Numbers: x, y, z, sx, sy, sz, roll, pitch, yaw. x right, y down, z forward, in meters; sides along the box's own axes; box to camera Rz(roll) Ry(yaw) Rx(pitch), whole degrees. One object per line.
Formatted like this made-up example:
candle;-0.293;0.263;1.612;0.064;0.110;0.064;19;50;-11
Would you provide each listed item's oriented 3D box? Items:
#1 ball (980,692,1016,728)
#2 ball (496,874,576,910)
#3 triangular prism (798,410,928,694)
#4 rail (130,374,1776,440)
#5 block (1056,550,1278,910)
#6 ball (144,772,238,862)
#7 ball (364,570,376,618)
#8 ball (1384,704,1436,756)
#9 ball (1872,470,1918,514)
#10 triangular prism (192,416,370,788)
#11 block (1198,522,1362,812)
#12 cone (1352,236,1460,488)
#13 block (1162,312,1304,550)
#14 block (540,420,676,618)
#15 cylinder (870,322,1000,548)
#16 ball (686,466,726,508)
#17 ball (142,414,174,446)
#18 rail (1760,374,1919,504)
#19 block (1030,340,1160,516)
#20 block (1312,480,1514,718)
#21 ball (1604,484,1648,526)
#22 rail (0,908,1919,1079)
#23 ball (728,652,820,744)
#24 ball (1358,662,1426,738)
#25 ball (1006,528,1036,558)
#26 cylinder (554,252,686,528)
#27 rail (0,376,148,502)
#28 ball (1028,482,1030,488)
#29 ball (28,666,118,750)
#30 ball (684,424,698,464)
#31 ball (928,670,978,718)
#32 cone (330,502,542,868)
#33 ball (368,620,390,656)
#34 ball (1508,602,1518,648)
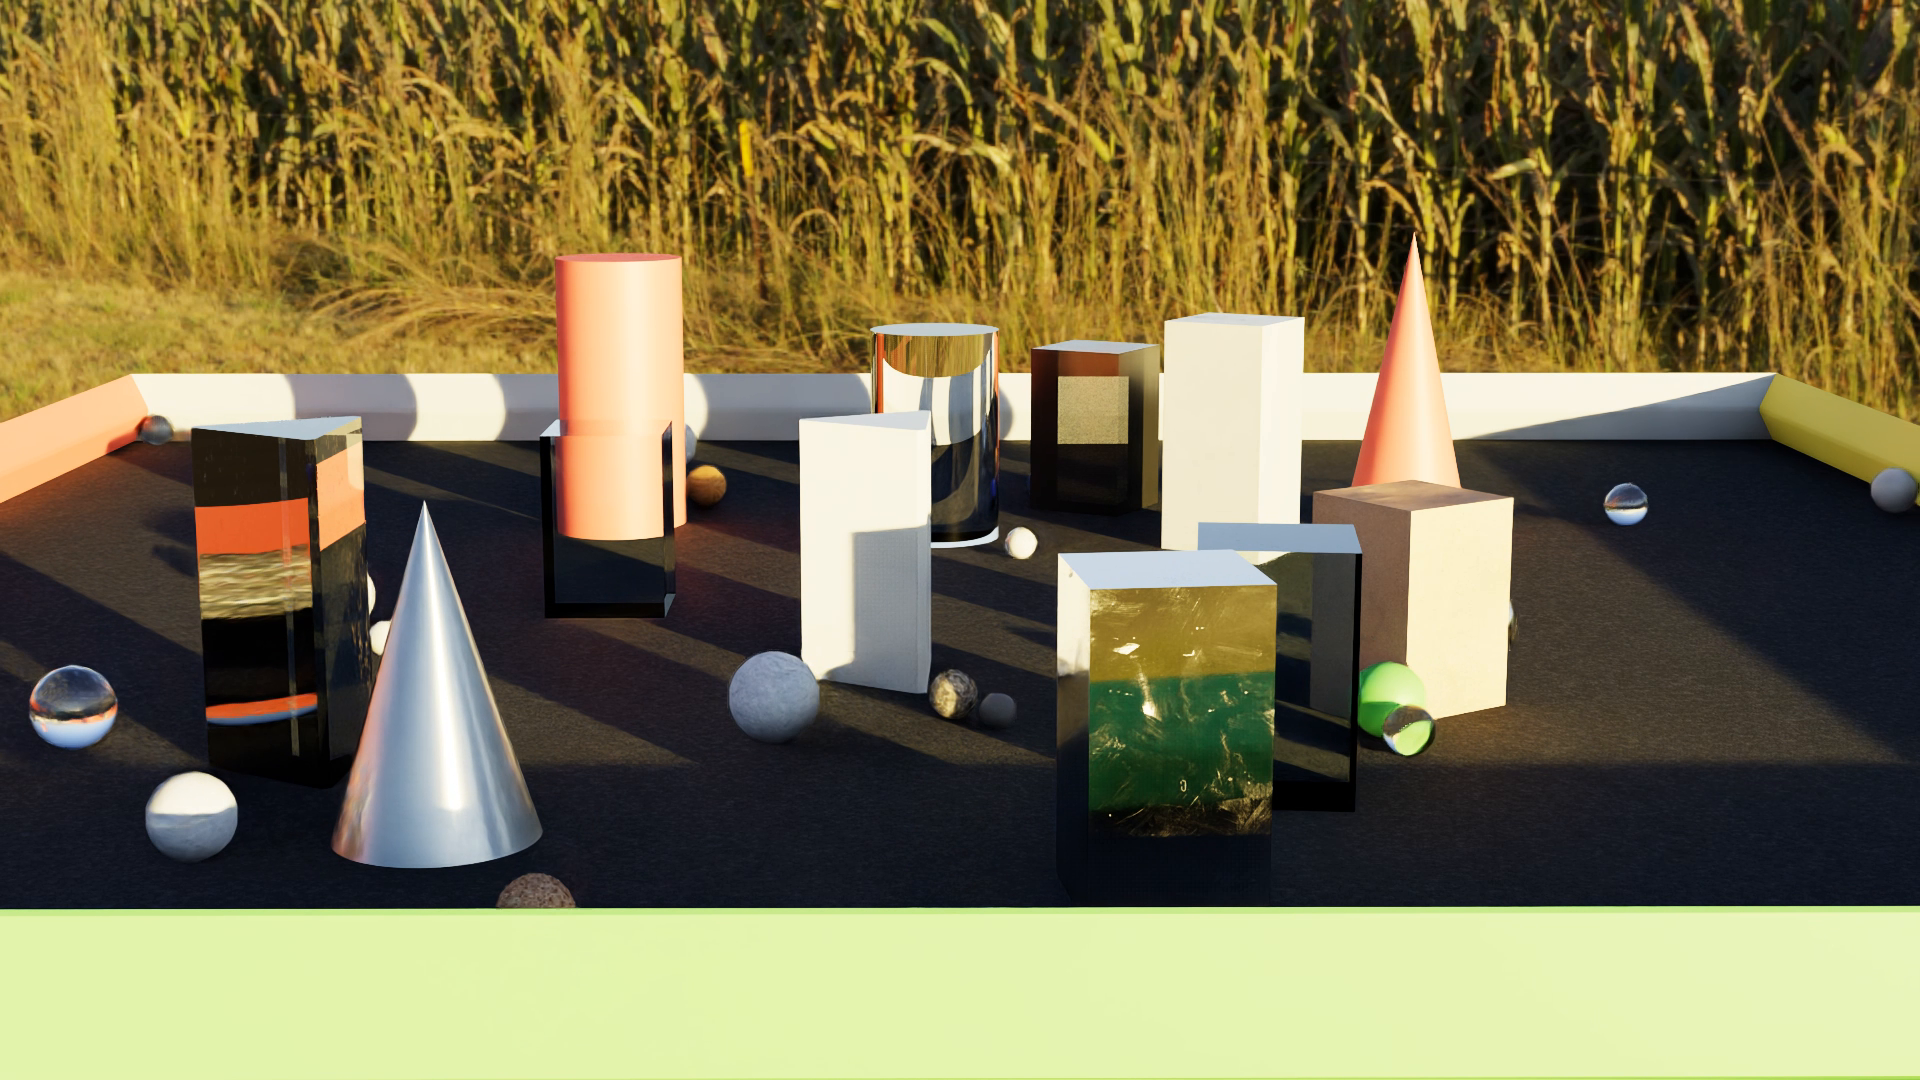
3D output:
ball;0.042;0.190;2.854;0.040;0.040;0.040;0;10;0
ball;-0.353;0.310;2.130;0.067;0.067;0.067;0;10;0
triangular prism;-0.079;0.007;3.094;0.173;0.312;0.150;6;12;31
rail;-0.009;-0.258;5.025;3.234;0.130;0.045;0;10;0
block;0.177;0.171;2.254;0.160;0.296;0.160;-1;11;-7
ball;-0.712;0.256;2.377;0.083;0.083;0.083;0;10;0
ball;-0.810;0.072;3.354;0.089;0.089;0.089;0;10;0
ball;0.480;0.203;2.740;0.056;0.056;0.056;0;10;0
ball;1.540;-0.081;4.229;0.072;0.072;0.072;0;10;0
triangular prism;-0.679;0.057;2.693;0.173;0.360;0.150;7;12;32
block;0.319;0.125;2.599;0.160;0.260;0.160;1;11;5
cone;0.711;-0.252;4.058;0.200;0.470;0.200;0;10;0
block;0.417;-0.164;3.920;0.160;0.348;0.160;6;12;29
block;-0.475;-0.031;3.482;0.160;0.246;0.160;0;10;-1
cylinder;-0.039;-0.166;3.995;0.200;0.325;0.200;0;10;0
ball;-0.425;-0.089;4.280;0.070;0.070;0.070;0;10;0
ball;-1.558;-0.214;4.983;0.061;0.061;0.061;0;10;0
rail;1.593;0.032;3.458;0.045;0.130;3.254;0;10;0
block;0.225;-0.189;4.278;0.160;0.268;0.160;6;12;29
block;0.518;0.067;2.959;0.160;0.243;0.160;-7;13;-34
ball;1.067;-0.056;4.107;0.068;0.068;0.068;0;10;0
rail;0.009;0.325;1.872;3.234;0.130;0.045;0;10;0
ball;-0.202;0.171;2.791;0.100;0.100;0.100;0;10;0
ball;0.468;0.175;2.811;0.084;0.084;0.084;0;10;0
ball;0.091;0.005;3.836;0.047;0.047;0.047;0;10;0
cylinder;-0.542;-0.239;4.111;0.200;0.426;0.200;0;10;0
rail;-1.593;0.035;3.440;0.045;0.130;3.254;0;10;0
ball;0.141;-0.094;4.363;0.049;0.049;0.049;0;10;0
ball;-0.956;0.181;2.765;0.091;0.091;0.091;0;10;0
ball;-0.524;-0.176;4.705;0.086;0.086;0.086;0;10;0
ball;-0.008;0.174;2.897;0.055;0.055;0.055;0;10;0
cone;-0.501;0.123;2.428;0.200;0.327;0.200;0;10;0
ball;-0.717;0.123;3.203;0.045;0.045;0.045;0;10;0
ball;0.640;0.104;3.168;0.096;0.096;0.096;0;10;0
